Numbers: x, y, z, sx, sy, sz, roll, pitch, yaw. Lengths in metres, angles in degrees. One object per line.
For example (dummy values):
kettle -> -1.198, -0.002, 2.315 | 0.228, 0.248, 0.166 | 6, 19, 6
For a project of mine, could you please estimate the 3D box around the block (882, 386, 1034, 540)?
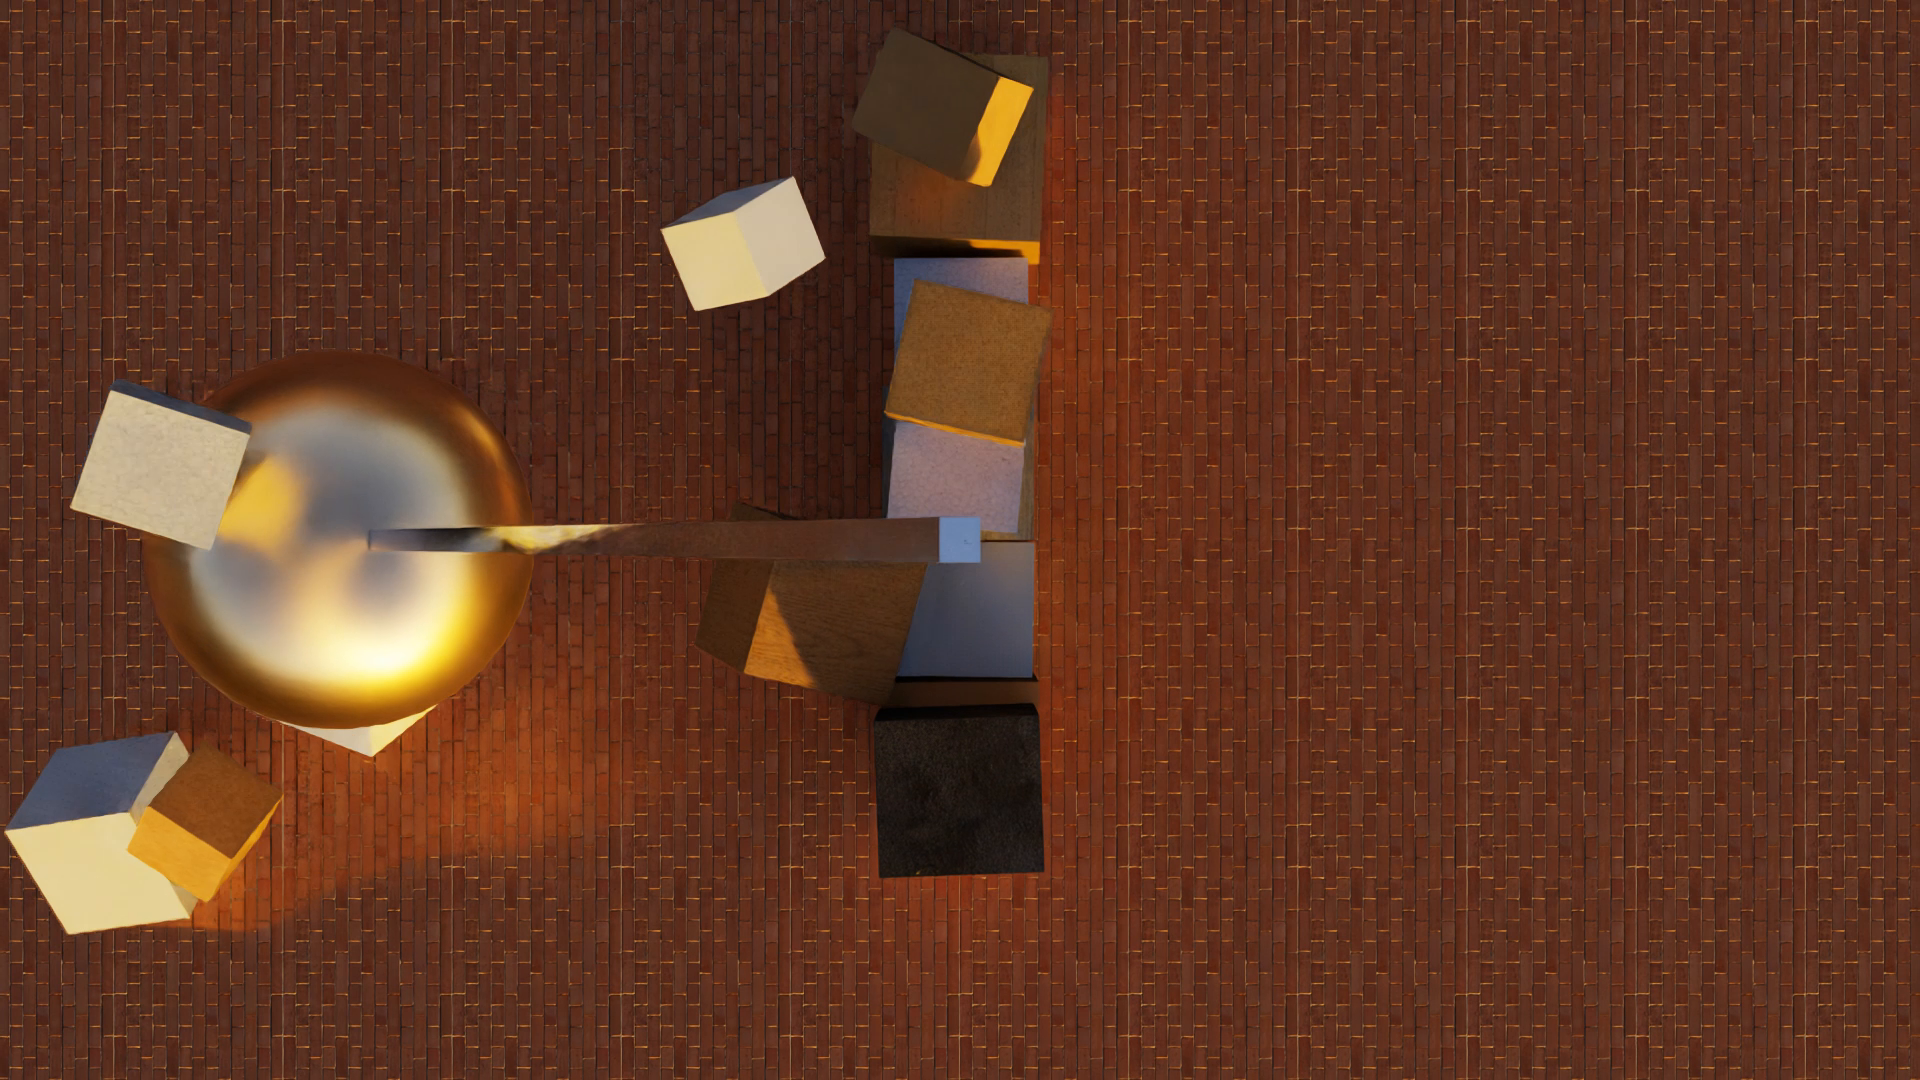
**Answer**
block -> -0.010, -0.422, 12.541 | 0.833, 0.919, 0.841 | 0, 90, 0

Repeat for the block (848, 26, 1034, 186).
block -> -0.095, -2.281, 11.611 | 0.647, 0.602, 0.572 | 28, 103, 14

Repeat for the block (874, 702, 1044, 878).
block -> -0.005, 1.317, 11.708 | 0.850, 0.869, 0.804 | -2, 90, 0

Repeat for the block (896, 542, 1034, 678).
block -> 0.028, 0.390, 12.697 | 0.774, 0.606, 0.760 | 1, 90, 0

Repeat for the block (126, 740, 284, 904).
block -> -3.657, 1.366, 10.658 | 0.462, 0.460, 0.449 | 35, 132, -6

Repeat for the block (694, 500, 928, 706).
block -> -0.829, 0.342, 12.159 | 0.871, 0.816, 0.839 | 15, 92, -27

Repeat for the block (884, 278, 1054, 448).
block -> 0.047, -0.889, 11.207 | 0.707, 0.657, 0.675 | 13, 90, 0

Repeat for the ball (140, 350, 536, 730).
ball -> -2.603, 0.000, 9.275 | 1.600, 1.600, 1.600 | 0, 90, 0

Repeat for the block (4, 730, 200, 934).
block -> -4.735, 1.654, 12.432 | 0.751, 0.704, 0.784 | -10, 122, 11

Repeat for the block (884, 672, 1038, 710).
block -> 0.010, 1.186, 12.571 | 0.853, 0.858, 0.803 | 0, 90, 0

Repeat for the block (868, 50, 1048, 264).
block -> 0.006, -2.158, 12.515 | 0.941, 0.944, 1.016 | 3, 90, 2

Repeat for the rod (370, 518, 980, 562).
rod -> -1.128, 0.000, 6.212 | 0.080, 5.200, 0.080 | 0, 90, -26

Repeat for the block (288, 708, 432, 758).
block -> -3.408, 0.675, 12.471 | 0.655, 0.666, 0.710 | 18, 118, 14

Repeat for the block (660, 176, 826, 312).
block -> -1.050, -1.438, 10.687 | 0.487, 0.492, 0.432 | -6, 114, 38

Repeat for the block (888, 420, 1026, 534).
block -> -0.013, -0.398, 11.809 | 0.686, 0.544, 0.664 | 5, 90, 0

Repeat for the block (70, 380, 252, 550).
block -> -2.975, -0.285, 8.219 | 0.504, 0.463, 0.453 | 19, 92, -19

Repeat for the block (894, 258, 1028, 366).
block -> 0.008, -1.219, 12.686 | 0.755, 0.629, 0.736 | 0, 90, 0
